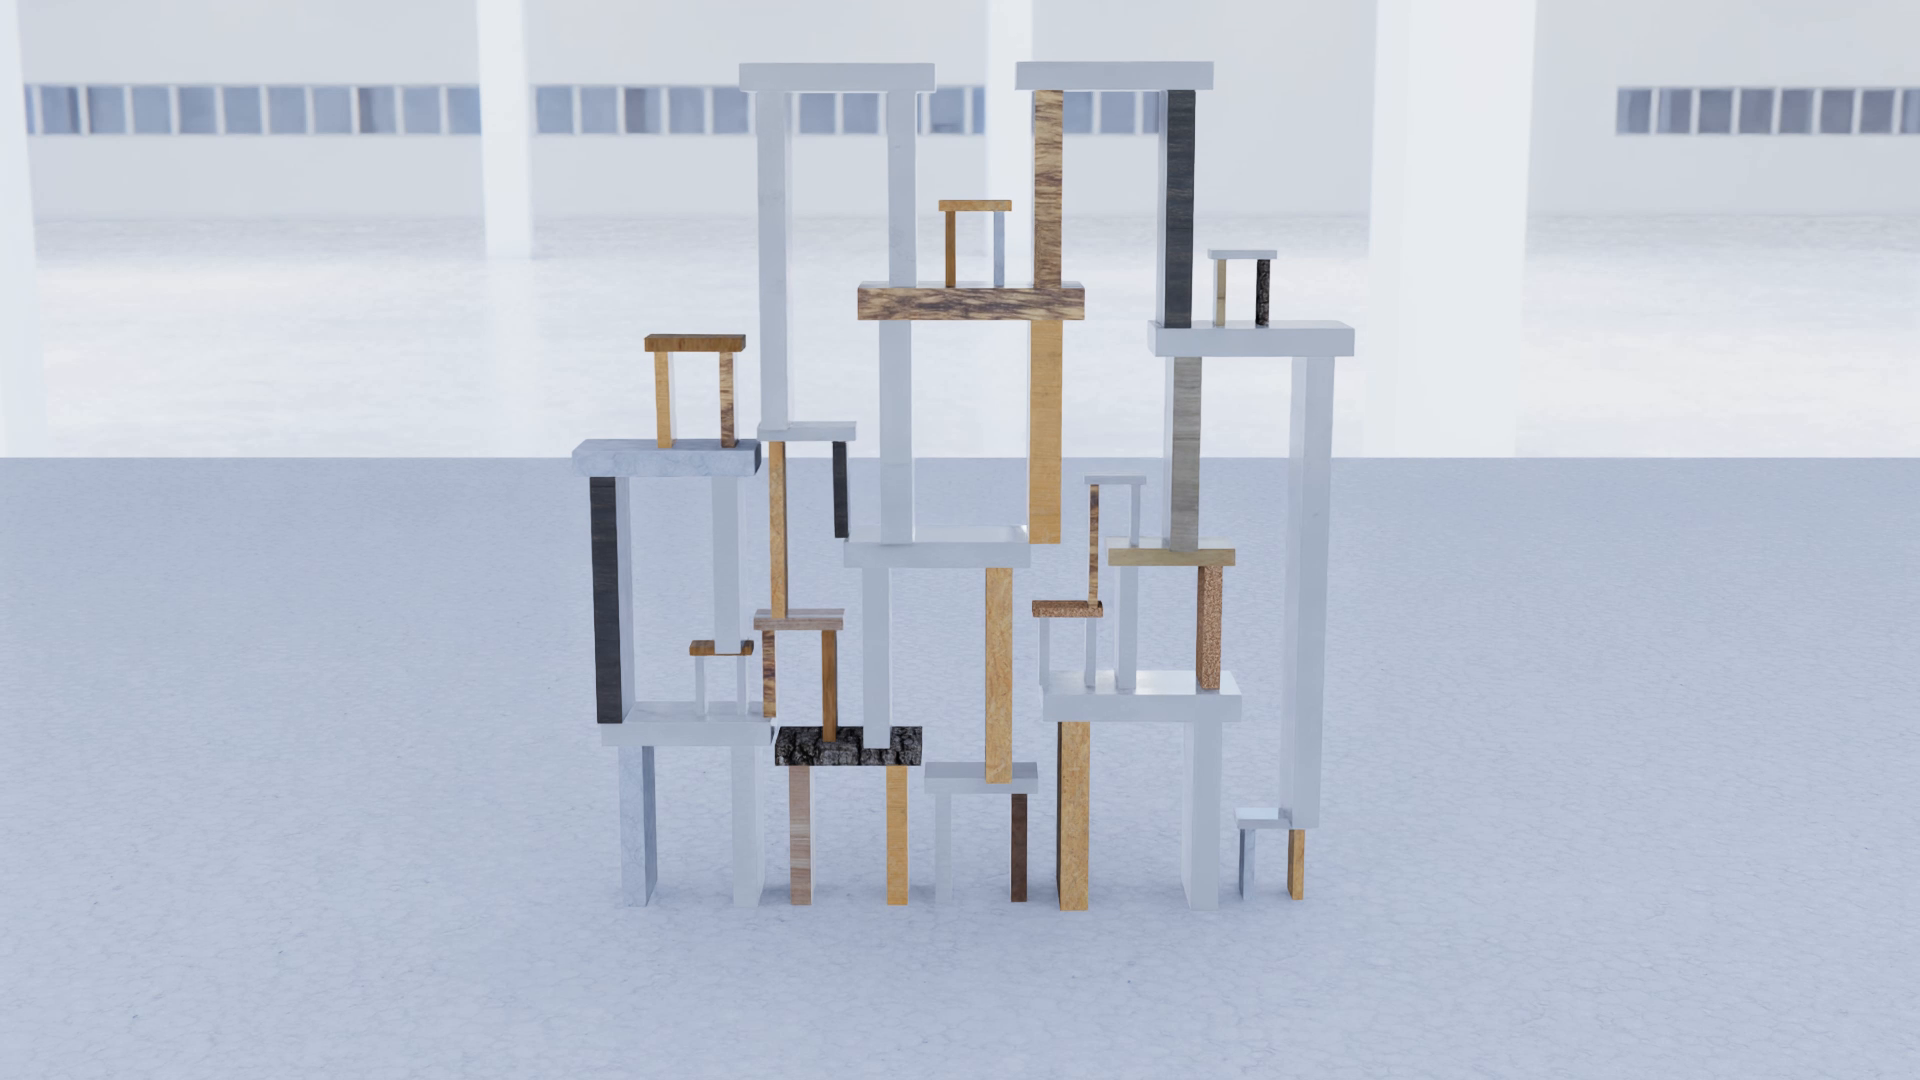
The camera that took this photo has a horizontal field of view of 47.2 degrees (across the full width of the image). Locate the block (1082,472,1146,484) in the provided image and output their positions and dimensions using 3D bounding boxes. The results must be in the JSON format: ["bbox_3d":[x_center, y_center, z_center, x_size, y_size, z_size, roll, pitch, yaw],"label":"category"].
[{"bbox_3d":[0.249,-0.100,3.540,0.099,0.014,0.049,0,11,0],"label":"block"}]

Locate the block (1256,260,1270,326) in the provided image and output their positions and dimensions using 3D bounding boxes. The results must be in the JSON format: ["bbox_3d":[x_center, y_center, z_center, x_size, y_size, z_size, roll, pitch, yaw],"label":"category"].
[{"bbox_3d":[0.480,-0.394,3.485,0.015,0.103,0.052,0,11,0],"label":"block"}]

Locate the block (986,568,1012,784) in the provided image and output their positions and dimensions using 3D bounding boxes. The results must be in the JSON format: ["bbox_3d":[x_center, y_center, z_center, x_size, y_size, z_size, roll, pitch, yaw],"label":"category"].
[{"bbox_3d":[0.063,0.206,3.599,0.042,0.356,0.148,0,11,0],"label":"block"}]

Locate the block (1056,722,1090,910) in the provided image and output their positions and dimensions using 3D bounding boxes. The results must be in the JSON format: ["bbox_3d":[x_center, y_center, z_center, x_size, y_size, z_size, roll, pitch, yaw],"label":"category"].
[{"bbox_3d":[0.186,0.434,3.637,0.045,0.319,0.159,0,11,0],"label":"block"}]

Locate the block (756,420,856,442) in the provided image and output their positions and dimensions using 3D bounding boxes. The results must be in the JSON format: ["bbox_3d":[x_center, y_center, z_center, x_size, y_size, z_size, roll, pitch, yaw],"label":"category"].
[{"bbox_3d":[-0.245,-0.175,3.527,0.157,0.022,0.078,0,11,-2],"label":"block"}]

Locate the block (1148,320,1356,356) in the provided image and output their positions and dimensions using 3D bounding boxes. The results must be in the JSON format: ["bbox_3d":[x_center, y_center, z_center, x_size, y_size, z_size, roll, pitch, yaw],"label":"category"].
[{"bbox_3d":[0.459,-0.321,3.496,0.310,0.044,0.155,0,11,0],"label":"block"}]

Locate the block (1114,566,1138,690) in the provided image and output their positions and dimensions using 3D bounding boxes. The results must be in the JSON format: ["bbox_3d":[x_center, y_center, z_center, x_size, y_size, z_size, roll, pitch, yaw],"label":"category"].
[{"bbox_3d":[0.271,0.132,3.586,0.029,0.203,0.102,0,11,0],"label":"block"}]

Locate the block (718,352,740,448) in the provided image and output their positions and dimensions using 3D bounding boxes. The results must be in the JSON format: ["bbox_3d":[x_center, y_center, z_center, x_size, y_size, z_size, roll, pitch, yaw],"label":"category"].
[{"bbox_3d":[-0.369,-0.228,3.520,0.022,0.153,0.077,0,11,0],"label":"block"}]

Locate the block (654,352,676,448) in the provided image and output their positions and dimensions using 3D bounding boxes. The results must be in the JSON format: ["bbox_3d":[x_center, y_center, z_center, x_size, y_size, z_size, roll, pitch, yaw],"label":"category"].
[{"bbox_3d":[-0.471,-0.229,3.521,0.022,0.153,0.077,-1,11,0],"label":"block"}]

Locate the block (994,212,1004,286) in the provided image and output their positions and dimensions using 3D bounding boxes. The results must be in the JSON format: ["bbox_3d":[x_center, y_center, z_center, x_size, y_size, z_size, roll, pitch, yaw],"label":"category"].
[{"bbox_3d":[0.062,-0.462,3.477,0.016,0.115,0.058,0,11,0],"label":"block"}]

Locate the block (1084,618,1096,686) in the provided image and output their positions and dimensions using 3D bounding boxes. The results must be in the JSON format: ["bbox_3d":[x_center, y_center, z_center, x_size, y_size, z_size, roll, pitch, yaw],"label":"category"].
[{"bbox_3d":[0.213,0.176,3.596,0.016,0.113,0.057,0,11,0],"label":"block"}]

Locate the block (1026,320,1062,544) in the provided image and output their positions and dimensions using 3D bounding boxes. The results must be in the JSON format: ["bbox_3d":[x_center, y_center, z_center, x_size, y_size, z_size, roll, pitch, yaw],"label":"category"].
[{"bbox_3d":[0.134,-0.183,3.526,0.050,0.352,0.176,0,11,0],"label":"block"}]

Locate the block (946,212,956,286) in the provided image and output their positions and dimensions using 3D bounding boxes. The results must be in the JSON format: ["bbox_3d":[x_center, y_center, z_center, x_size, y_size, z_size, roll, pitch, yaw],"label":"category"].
[{"bbox_3d":[-0.015,-0.462,3.477,0.016,0.115,0.058,0,11,0],"label":"block"}]

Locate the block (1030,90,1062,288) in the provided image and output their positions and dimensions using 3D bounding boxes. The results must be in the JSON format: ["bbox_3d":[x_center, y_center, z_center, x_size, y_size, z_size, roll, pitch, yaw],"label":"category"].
[{"bbox_3d":[0.136,-0.553,3.456,0.043,0.301,0.150,0,11,0],"label":"block"}]

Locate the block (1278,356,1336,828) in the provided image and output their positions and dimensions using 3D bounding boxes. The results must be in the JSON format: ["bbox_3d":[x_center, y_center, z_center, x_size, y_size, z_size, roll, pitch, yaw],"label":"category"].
[{"bbox_3d":[0.561,0.077,3.571,0.044,0.766,0.155,0,11,0],"label":"block"}]

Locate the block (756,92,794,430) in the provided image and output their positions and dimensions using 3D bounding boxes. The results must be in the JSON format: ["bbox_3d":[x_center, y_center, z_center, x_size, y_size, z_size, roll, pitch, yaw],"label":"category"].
[{"bbox_3d":[-0.290,-0.442,3.478,0.042,0.522,0.149,0,11,0],"label":"block"}]

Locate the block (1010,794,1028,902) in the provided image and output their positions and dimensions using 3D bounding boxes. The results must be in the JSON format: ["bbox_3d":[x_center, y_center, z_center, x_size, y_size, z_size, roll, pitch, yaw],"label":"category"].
[{"bbox_3d":[0.097,0.497,3.657,0.026,0.186,0.093,0,11,0],"label":"block"}]

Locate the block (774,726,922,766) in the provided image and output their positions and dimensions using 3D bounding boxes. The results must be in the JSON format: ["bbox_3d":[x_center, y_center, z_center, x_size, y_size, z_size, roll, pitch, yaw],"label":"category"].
[{"bbox_3d":[-0.182,0.339,3.626,0.238,0.034,0.119,0,11,0],"label":"block"}]

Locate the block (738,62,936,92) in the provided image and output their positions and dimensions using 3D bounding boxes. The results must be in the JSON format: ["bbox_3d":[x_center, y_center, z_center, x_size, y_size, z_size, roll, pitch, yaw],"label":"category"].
[{"bbox_3d":[-0.188,-0.720,3.428,0.299,0.042,0.149,0,11,-1],"label":"block"}]

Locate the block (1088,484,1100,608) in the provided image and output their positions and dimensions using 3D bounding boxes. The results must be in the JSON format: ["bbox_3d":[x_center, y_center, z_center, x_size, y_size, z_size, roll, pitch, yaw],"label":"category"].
[{"bbox_3d":[0.215,0.006,3.561,0.014,0.202,0.049,0,11,0],"label":"block"}]

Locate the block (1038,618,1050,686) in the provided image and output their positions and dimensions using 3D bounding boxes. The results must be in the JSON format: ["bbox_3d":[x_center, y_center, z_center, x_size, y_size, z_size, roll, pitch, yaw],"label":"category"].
[{"bbox_3d":[0.137,0.176,3.596,0.016,0.113,0.057,0,11,0],"label":"block"}]

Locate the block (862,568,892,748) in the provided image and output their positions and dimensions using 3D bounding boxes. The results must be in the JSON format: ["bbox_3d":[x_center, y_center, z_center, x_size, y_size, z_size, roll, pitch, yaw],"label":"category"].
[{"bbox_3d":[-0.135,0.177,3.595,0.042,0.297,0.148,0,10,0],"label":"block"}]

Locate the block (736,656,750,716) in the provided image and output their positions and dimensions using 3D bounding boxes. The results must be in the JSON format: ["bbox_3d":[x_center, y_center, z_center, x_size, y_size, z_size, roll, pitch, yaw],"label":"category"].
[{"bbox_3d":[-0.356,0.233,3.604,0.014,0.101,0.050,0,11,0],"label":"block"}]

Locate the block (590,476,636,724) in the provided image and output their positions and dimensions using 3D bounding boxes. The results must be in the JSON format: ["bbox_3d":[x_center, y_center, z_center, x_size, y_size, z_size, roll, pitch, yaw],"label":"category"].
[{"bbox_3d":[-0.564,0.085,3.577,0.041,0.402,0.144,0,11,0],"label":"block"}]

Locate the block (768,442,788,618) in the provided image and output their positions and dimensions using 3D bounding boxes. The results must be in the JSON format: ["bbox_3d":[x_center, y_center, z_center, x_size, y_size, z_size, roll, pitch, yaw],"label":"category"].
[{"bbox_3d":[-0.294,-0.023,3.559,0.022,0.289,0.078,0,11,-1],"label":"block"}]

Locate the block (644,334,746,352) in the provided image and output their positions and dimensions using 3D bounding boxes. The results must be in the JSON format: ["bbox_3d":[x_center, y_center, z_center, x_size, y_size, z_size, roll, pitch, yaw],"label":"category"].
[{"bbox_3d":[-0.421,-0.314,3.504,0.153,0.022,0.077,0,11,0],"label":"block"}]

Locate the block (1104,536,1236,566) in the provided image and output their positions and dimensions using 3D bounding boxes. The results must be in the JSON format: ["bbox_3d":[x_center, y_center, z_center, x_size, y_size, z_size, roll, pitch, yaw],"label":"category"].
[{"bbox_3d":[0.339,0.018,3.564,0.203,0.029,0.102,0,11,0],"label":"block"}]

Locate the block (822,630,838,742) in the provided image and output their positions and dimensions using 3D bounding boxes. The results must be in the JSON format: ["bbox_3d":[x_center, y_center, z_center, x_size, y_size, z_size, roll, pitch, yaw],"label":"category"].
[{"bbox_3d":[-0.213,0.231,3.606,0.021,0.186,0.072,0,11,0],"label":"block"}]

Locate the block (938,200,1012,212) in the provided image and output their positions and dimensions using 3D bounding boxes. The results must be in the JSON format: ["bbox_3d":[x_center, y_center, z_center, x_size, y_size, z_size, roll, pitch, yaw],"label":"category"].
[{"bbox_3d":[0.023,-0.527,3.466,0.115,0.016,0.058,0,11,-1],"label":"block"}]

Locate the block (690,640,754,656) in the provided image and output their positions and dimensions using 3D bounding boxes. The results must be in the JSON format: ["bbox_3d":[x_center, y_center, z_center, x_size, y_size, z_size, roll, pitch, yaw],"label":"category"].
[{"bbox_3d":[-0.389,0.176,3.595,0.101,0.014,0.050,0,11,-1],"label":"block"}]

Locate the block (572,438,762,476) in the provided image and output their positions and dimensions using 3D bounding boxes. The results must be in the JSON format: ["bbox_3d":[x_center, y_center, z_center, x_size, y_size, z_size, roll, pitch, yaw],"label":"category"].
[{"bbox_3d":[-0.469,-0.133,3.538,0.287,0.041,0.144,0,11,-1],"label":"block"}]

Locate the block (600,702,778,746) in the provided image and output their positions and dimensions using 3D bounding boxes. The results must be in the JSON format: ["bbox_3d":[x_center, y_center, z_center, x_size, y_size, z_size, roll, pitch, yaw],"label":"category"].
[{"bbox_3d":[-0.443,0.301,3.618,0.274,0.039,0.137,0,11,0],"label":"block"}]

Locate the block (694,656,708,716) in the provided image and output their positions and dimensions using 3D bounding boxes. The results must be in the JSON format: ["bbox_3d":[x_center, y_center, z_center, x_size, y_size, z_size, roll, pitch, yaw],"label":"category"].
[{"bbox_3d":[-0.423,0.233,3.604,0.014,0.101,0.050,0,11,0],"label":"block"}]

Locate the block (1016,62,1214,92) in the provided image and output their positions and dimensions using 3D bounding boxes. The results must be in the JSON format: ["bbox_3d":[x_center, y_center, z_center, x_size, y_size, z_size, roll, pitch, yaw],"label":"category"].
[{"bbox_3d":[0.237,-0.721,3.423,0.301,0.043,0.150,0,11,1],"label":"block"}]

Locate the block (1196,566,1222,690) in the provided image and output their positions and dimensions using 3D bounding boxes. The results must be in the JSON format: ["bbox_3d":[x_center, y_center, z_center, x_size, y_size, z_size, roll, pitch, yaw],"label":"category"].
[{"bbox_3d":[0.406,0.132,3.586,0.029,0.203,0.102,0,11,0],"label":"block"}]

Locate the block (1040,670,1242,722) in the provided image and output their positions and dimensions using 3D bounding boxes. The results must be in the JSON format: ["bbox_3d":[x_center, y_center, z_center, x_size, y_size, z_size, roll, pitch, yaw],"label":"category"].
[{"bbox_3d":[0.293,0.255,3.604,0.319,0.045,0.159,0,11,0],"label":"block"}]

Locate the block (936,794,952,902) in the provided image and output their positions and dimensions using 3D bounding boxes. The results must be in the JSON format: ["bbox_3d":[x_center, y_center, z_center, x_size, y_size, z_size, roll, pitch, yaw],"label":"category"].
[{"bbox_3d":[-0.027,0.497,3.657,0.026,0.186,0.093,0,11,0],"label":"block"}]

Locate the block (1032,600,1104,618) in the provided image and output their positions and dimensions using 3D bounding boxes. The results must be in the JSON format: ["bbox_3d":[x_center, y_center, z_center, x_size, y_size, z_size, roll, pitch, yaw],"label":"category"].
[{"bbox_3d":[0.175,0.112,3.583,0.113,0.016,0.057,0,11,0],"label":"block"}]

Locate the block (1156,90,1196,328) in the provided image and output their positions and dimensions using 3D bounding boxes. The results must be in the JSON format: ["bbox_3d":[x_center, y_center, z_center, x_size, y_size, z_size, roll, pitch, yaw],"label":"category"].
[{"bbox_3d":[0.339,-0.521,3.458,0.043,0.363,0.150,0,11,0],"label":"block"}]

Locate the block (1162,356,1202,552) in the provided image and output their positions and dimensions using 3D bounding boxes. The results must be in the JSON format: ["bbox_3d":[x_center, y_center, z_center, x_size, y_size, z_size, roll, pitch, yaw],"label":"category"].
[{"bbox_3d":[0.355,-0.147,3.529,0.044,0.310,0.155,0,11,0],"label":"block"}]

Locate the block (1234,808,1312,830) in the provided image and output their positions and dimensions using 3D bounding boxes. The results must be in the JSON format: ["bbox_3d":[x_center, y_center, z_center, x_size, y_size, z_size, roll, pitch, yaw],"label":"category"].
[{"bbox_3d":[0.518,0.461,3.644,0.122,0.017,0.061,0,11,0],"label":"block"}]

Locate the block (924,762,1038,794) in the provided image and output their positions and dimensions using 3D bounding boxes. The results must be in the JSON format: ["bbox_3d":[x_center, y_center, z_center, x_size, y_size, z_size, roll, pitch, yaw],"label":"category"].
[{"bbox_3d":[0.035,0.393,3.637,0.186,0.026,0.093,0,11,0],"label":"block"}]

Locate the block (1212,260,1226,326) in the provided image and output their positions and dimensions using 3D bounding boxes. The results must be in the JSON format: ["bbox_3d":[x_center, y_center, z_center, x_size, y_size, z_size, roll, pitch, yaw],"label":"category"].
[{"bbox_3d":[0.411,-0.394,3.484,0.015,0.103,0.052,0,11,0],"label":"block"}]

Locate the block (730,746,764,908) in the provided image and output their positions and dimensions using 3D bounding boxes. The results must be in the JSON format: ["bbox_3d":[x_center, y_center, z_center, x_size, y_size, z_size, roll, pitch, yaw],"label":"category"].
[{"bbox_3d":[-0.351,0.455,3.647,0.039,0.274,0.137,0,11,0],"label":"block"}]

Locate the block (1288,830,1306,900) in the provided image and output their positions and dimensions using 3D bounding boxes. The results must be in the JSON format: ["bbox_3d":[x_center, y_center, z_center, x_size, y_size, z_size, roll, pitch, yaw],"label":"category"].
[{"bbox_3d":[0.559,0.530,3.657,0.017,0.122,0.061,0,11,0],"label":"block"}]

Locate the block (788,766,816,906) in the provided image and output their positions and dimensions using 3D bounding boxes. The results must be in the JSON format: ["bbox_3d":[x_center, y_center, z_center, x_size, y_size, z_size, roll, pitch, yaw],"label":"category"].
[{"bbox_3d":[-0.261,0.473,3.650,0.034,0.238,0.119,0,11,0],"label":"block"}]

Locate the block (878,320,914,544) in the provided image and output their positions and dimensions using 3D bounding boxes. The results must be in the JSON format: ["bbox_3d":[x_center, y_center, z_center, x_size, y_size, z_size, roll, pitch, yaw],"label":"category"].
[{"bbox_3d":[-0.100,-0.183,3.526,0.050,0.352,0.176,0,11,0],"label":"block"}]

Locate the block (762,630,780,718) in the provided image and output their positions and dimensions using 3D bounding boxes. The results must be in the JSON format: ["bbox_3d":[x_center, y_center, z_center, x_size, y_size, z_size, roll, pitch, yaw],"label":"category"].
[{"bbox_3d":[-0.310,0.211,3.603,0.021,0.145,0.072,0,11,0],"label":"block"}]

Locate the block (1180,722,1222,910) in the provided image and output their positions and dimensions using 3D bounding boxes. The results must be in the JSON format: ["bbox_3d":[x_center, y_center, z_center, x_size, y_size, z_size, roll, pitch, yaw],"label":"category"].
[{"bbox_3d":[0.399,0.434,3.637,0.045,0.319,0.159,0,11,0],"label":"block"}]

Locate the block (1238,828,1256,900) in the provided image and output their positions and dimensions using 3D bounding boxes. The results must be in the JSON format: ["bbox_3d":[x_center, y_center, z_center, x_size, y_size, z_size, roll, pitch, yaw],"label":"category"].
[{"bbox_3d":[0.477,0.530,3.657,0.017,0.122,0.061,0,11,0],"label":"block"}]

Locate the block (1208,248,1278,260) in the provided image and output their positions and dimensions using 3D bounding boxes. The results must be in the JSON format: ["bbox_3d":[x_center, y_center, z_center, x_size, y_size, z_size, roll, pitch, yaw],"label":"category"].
[{"bbox_3d":[0.446,-0.452,3.472,0.104,0.015,0.052,0,11,0],"label":"block"}]

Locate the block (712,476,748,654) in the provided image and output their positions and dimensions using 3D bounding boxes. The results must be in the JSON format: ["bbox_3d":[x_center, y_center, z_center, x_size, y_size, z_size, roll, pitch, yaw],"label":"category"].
[{"bbox_3d":[-0.373,0.028,3.568,0.041,0.287,0.144,0,11,-1],"label":"block"}]

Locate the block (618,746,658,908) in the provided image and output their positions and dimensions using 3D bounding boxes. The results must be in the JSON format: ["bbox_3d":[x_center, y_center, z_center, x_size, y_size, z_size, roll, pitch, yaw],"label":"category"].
[{"bbox_3d":[-0.534,0.455,3.647,0.039,0.274,0.137,0,11,0],"label":"block"}]

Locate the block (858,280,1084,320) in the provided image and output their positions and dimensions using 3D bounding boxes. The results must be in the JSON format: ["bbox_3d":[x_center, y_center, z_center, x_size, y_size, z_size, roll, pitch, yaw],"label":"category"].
[{"bbox_3d":[0.017,-0.381,3.489,0.352,0.050,0.176,0,11,0],"label":"block"}]

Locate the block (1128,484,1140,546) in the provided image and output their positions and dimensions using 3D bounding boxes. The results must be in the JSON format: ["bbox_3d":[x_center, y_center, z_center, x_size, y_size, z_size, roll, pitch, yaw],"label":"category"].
[{"bbox_3d":[0.282,-0.045,3.551,0.014,0.099,0.050,0,11,0],"label":"block"}]

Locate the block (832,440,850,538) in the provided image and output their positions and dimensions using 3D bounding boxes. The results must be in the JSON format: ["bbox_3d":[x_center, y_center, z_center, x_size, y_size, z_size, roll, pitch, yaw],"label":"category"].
[{"bbox_3d":[-0.191,-0.088,3.547,0.022,0.157,0.078,-1,11,0],"label":"block"}]

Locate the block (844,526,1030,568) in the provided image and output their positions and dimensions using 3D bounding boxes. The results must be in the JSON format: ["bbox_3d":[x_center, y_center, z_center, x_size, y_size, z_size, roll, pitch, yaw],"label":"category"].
[{"bbox_3d":[-0.036,0.010,3.564,0.297,0.042,0.149,0,11,0],"label":"block"}]

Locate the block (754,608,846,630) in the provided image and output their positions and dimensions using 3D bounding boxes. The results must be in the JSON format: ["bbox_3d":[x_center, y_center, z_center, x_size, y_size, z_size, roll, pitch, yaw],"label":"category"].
[{"bbox_3d":[-0.261,0.129,3.588,0.145,0.021,0.072,0,11,-1],"label":"block"}]

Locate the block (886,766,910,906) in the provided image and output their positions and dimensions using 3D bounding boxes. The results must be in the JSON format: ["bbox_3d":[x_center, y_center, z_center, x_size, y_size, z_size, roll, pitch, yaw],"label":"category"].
[{"bbox_3d":[-0.103,0.473,3.650,0.034,0.238,0.119,0,11,0],"label":"block"}]

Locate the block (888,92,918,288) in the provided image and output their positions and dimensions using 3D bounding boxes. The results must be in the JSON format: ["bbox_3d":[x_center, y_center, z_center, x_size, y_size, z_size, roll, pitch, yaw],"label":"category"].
[{"bbox_3d":[-0.089,-0.553,3.461,0.042,0.299,0.149,0,11,0],"label":"block"}]
